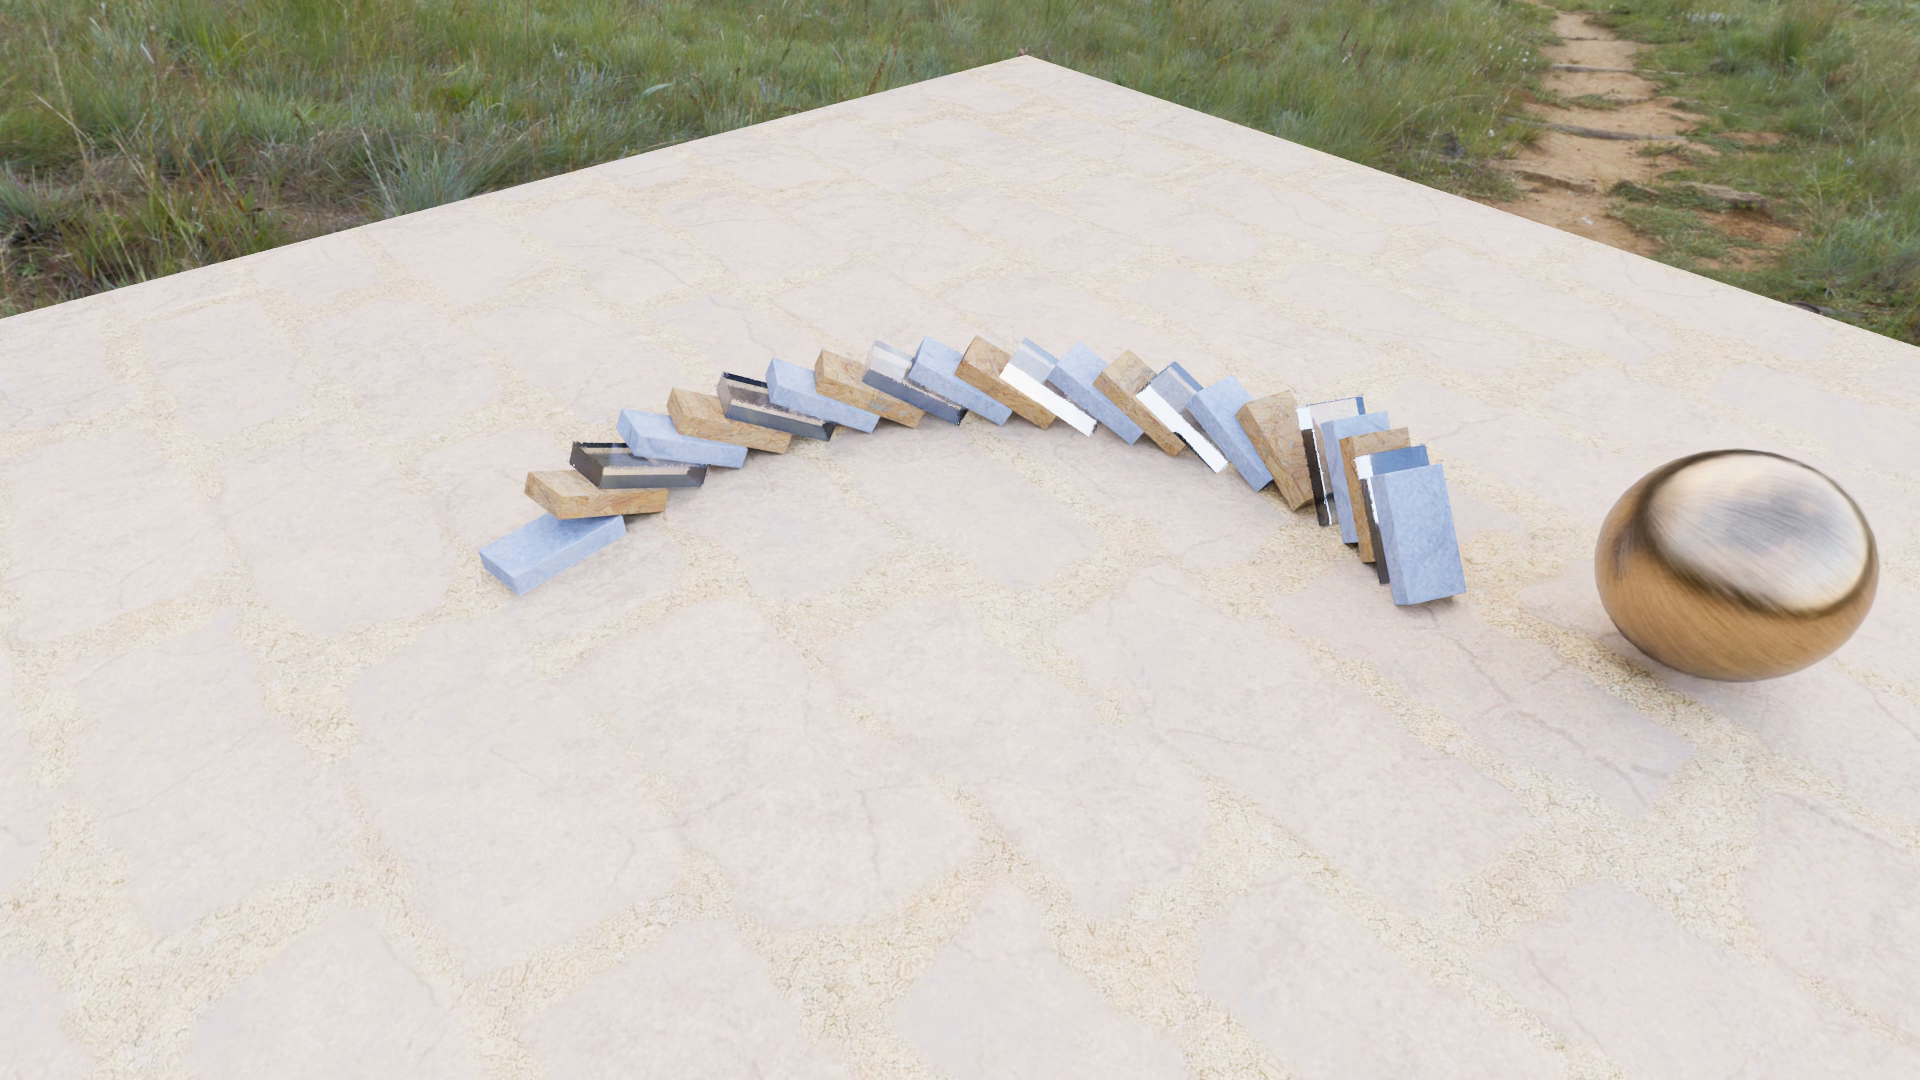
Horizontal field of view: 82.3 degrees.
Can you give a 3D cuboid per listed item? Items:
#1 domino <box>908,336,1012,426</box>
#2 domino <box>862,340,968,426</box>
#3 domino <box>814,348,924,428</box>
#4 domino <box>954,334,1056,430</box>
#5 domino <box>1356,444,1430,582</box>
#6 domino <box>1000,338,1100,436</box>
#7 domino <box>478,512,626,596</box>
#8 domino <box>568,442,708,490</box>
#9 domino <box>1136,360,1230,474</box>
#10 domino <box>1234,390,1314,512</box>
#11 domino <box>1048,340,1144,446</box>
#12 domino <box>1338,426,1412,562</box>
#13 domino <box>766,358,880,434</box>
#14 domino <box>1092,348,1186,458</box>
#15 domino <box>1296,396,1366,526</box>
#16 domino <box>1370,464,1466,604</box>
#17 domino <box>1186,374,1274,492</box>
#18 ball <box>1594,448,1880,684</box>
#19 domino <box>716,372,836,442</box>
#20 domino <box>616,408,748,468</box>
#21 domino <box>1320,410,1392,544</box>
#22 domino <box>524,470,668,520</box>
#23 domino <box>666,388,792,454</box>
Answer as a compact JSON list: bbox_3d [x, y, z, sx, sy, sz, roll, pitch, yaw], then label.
[{"bbox_3d":[0.002,-0.075,0.518,0.050,0.009,0.025,27,39,-11],"label":"domino"},{"bbox_3d":[-0.020,-0.074,0.516,0.050,0.010,0.025,23,36,-16],"label":"domino"},{"bbox_3d":[-0.042,-0.070,0.512,0.050,0.010,0.025,18,34,-22],"label":"domino"},{"bbox_3d":[0.024,-0.074,0.517,0.050,0.009,0.025,30,41,-7],"label":"domino"},{"bbox_3d":[0.173,-0.010,0.429,0.025,0.050,0.009,-10,-1,-12],"label":"domino"},{"bbox_3d":[0.045,-0.072,0.514,0.050,0.010,0.025,33,43,-3],"label":"domino"},{"bbox_3d":[-0.163,0.001,0.442,0.025,0.009,0.050,28,47,30],"label":"domino"},{"bbox_3d":[-0.136,-0.032,0.466,0.025,0.010,0.050,34,24,34],"label":"domino"},{"bbox_3d":[0.106,-0.055,0.494,0.050,0.009,0.025,46,53,8],"label":"domino"},{"bbox_3d":[0.142,-0.039,0.473,0.025,0.010,0.050,-18,70,-23],"label":"domino"},{"bbox_3d":[0.067,-0.068,0.509,0.050,0.010,0.025,39,47,2],"label":"domino"},{"bbox_3d":[0.169,-0.018,0.438,0.025,0.050,0.010,-10,-1,-12],"label":"domino"},{"bbox_3d":[-0.063,-0.067,0.507,0.050,0.010,0.025,15,32,-26],"label":"domino"},{"bbox_3d":[0.087,-0.063,0.503,0.050,0.010,0.025,43,50,6],"label":"domino"},{"bbox_3d":[0.158,-0.033,0.456,0.025,0.050,0.009,-10,-1,-12],"label":"domino"},{"bbox_3d":[0.175,-0.002,0.419,0.025,0.050,0.009,-10,-1,-12],"label":"domino"},{"bbox_3d":[0.125,-0.047,0.484,0.025,0.009,0.050,-28,74,-29],"label":"domino"},{"bbox_3d":[0.263,0.009,0.377,0.080,0.080,0.080,0,39,0],"label":"ball"},{"bbox_3d":[-0.084,-0.060,0.500,0.050,0.009,0.025,11,32,-30],"label":"domino"},{"bbox_3d":[-0.121,-0.044,0.480,0.050,0.010,0.025,5,29,-40],"label":"domino"},{"bbox_3d":[0.165,-0.026,0.448,0.025,0.050,0.009,-10,-1,-12],"label":"domino"},{"bbox_3d":[-0.148,-0.020,0.451,0.025,0.009,0.050,30,22,31],"label":"domino"},{"bbox_3d":[-0.103,-0.053,0.491,0.050,0.009,0.025,9,31,-34],"label":"domino"}]
